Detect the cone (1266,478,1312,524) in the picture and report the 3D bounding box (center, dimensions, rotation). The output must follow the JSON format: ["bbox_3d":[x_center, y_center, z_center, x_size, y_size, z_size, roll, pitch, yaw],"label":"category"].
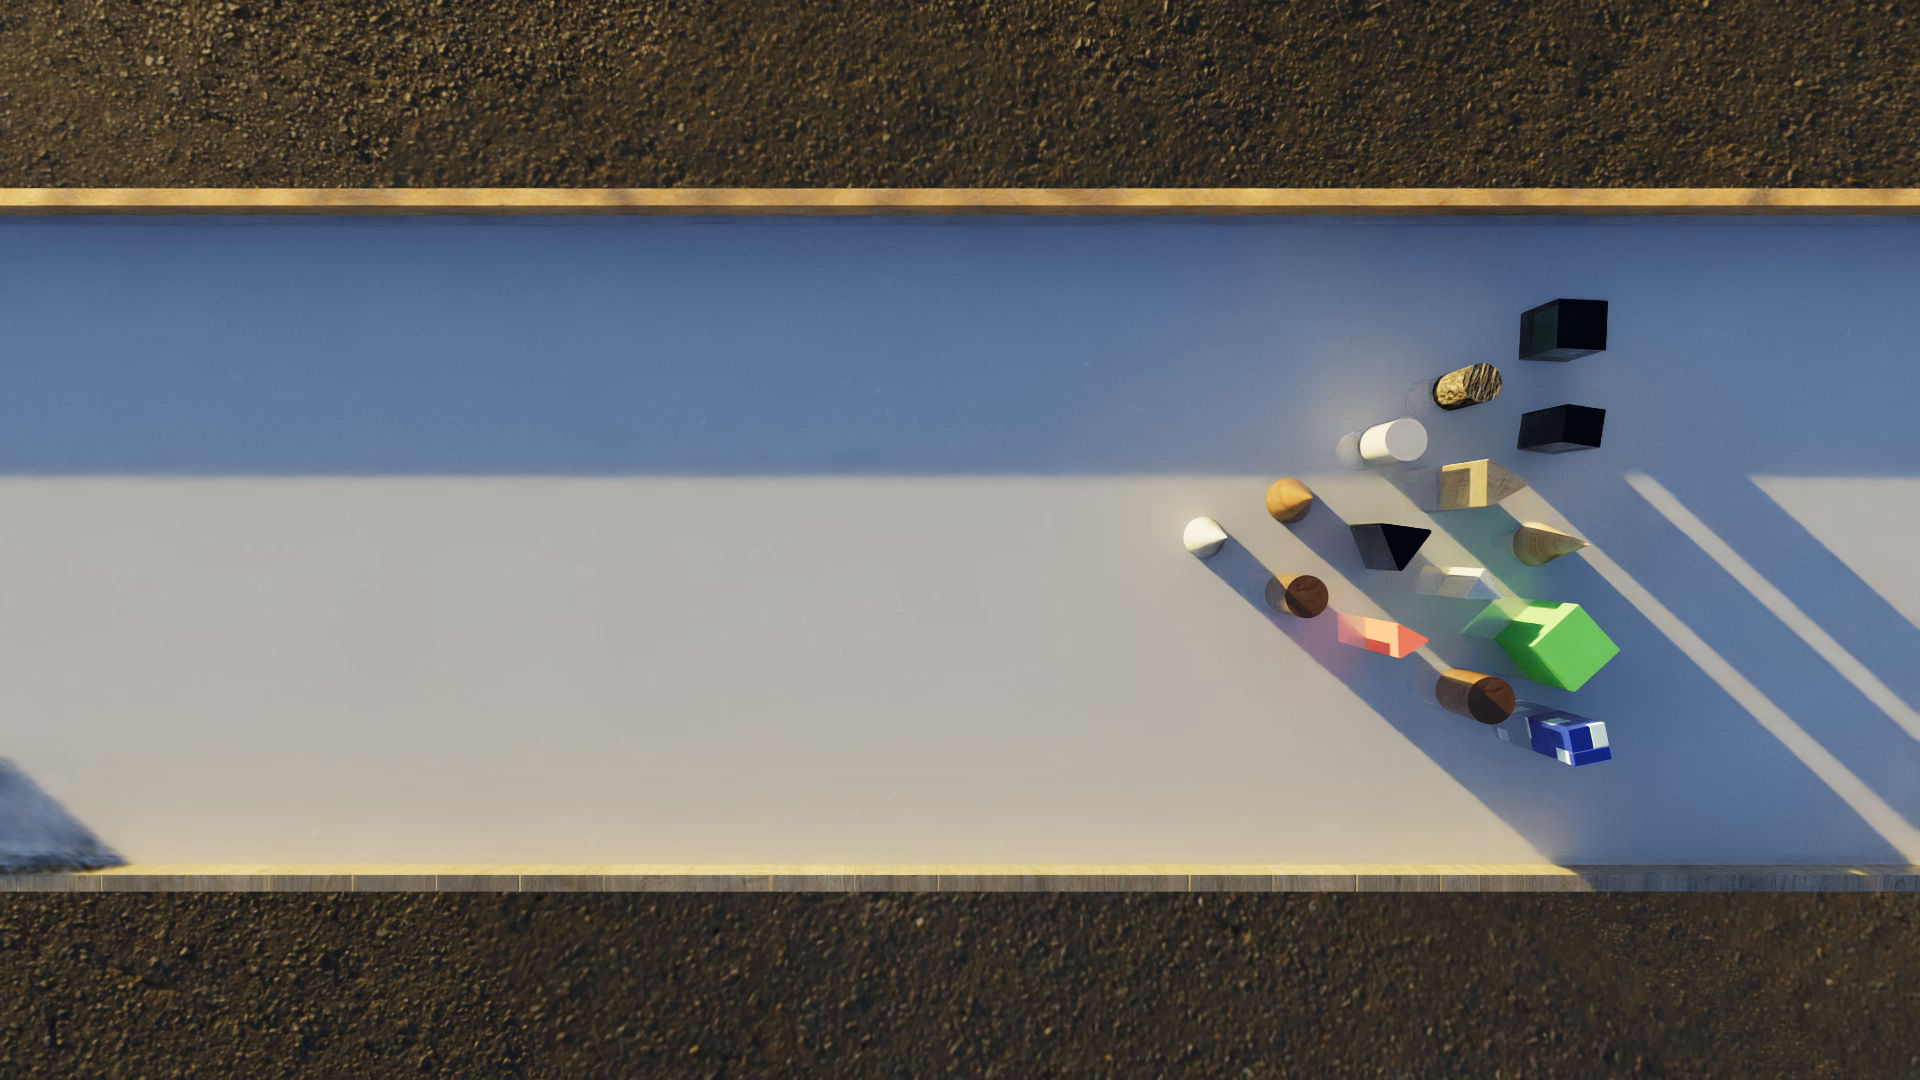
[{"bbox_3d":[1.012,-0.121,4.903,0.141,0.346,0.141,0,90,0],"label":"cone"}]

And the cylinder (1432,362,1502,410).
[{"bbox_3d":[1.511,-0.455,4.923,0.114,0.306,0.114,0,90,0],"label":"cylinder"}]

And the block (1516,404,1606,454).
[{"bbox_3d":[1.776,-0.325,4.886,0.110,0.381,0.110,9,90,0],"label":"block"}]

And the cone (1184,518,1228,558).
[{"bbox_3d":[0.751,-0.008,4.853,0.126,0.447,0.126,0,90,0],"label":"cone"}]

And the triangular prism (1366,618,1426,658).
[{"bbox_3d":[1.272,0.276,4.890,0.098,0.373,0.085,-32,90,0],"label":"triangular prism"}]

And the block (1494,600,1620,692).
[{"bbox_3d":[1.767,0.310,4.900,0.178,0.352,0.178,-42,90,0],"label":"block"}]

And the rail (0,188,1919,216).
[{"bbox_3d":[-2.247,-1.025,5.002,12.000,0.150,0.050,0,90,0],"label":"rail"}]

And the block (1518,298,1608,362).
[{"bbox_3d":[1.795,-0.622,4.916,0.143,0.320,0.143,3,90,0],"label":"block"}]

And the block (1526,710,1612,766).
[{"bbox_3d":[1.804,0.586,4.900,0.105,0.353,0.105,-11,90,0],"label":"block"}]

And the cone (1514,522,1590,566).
[{"bbox_3d":[1.771,0.013,4.855,0.138,0.444,0.138,0,90,0],"label":"cone"}]

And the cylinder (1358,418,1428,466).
[{"bbox_3d":[1.290,-0.290,4.921,0.124,0.310,0.124,0,90,0],"label":"cylinder"}]

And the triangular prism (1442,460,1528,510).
[{"bbox_3d":[1.513,-0.177,4.857,0.133,0.439,0.116,-30,90,0],"label":"triangular prism"}]

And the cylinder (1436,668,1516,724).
[{"bbox_3d":[1.533,0.464,4.918,0.139,0.317,0.139,0,90,0],"label":"cylinder"}]

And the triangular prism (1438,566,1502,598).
[{"bbox_3d":[1.518,0.126,4.923,0.099,0.307,0.086,1,90,0],"label":"triangular prism"}]

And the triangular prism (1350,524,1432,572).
[{"bbox_3d":[1.250,-0.007,4.890,0.127,0.373,0.146,38,90,0],"label":"triangular prism"}]

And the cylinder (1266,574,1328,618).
[{"bbox_3d":[1.001,0.164,4.918,0.125,0.317,0.125,0,90,0],"label":"cylinder"}]

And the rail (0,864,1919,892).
[{"bbox_3d":[-2.247,1.025,5.001,12.000,0.150,0.050,0,90,0],"label":"rail"}]
